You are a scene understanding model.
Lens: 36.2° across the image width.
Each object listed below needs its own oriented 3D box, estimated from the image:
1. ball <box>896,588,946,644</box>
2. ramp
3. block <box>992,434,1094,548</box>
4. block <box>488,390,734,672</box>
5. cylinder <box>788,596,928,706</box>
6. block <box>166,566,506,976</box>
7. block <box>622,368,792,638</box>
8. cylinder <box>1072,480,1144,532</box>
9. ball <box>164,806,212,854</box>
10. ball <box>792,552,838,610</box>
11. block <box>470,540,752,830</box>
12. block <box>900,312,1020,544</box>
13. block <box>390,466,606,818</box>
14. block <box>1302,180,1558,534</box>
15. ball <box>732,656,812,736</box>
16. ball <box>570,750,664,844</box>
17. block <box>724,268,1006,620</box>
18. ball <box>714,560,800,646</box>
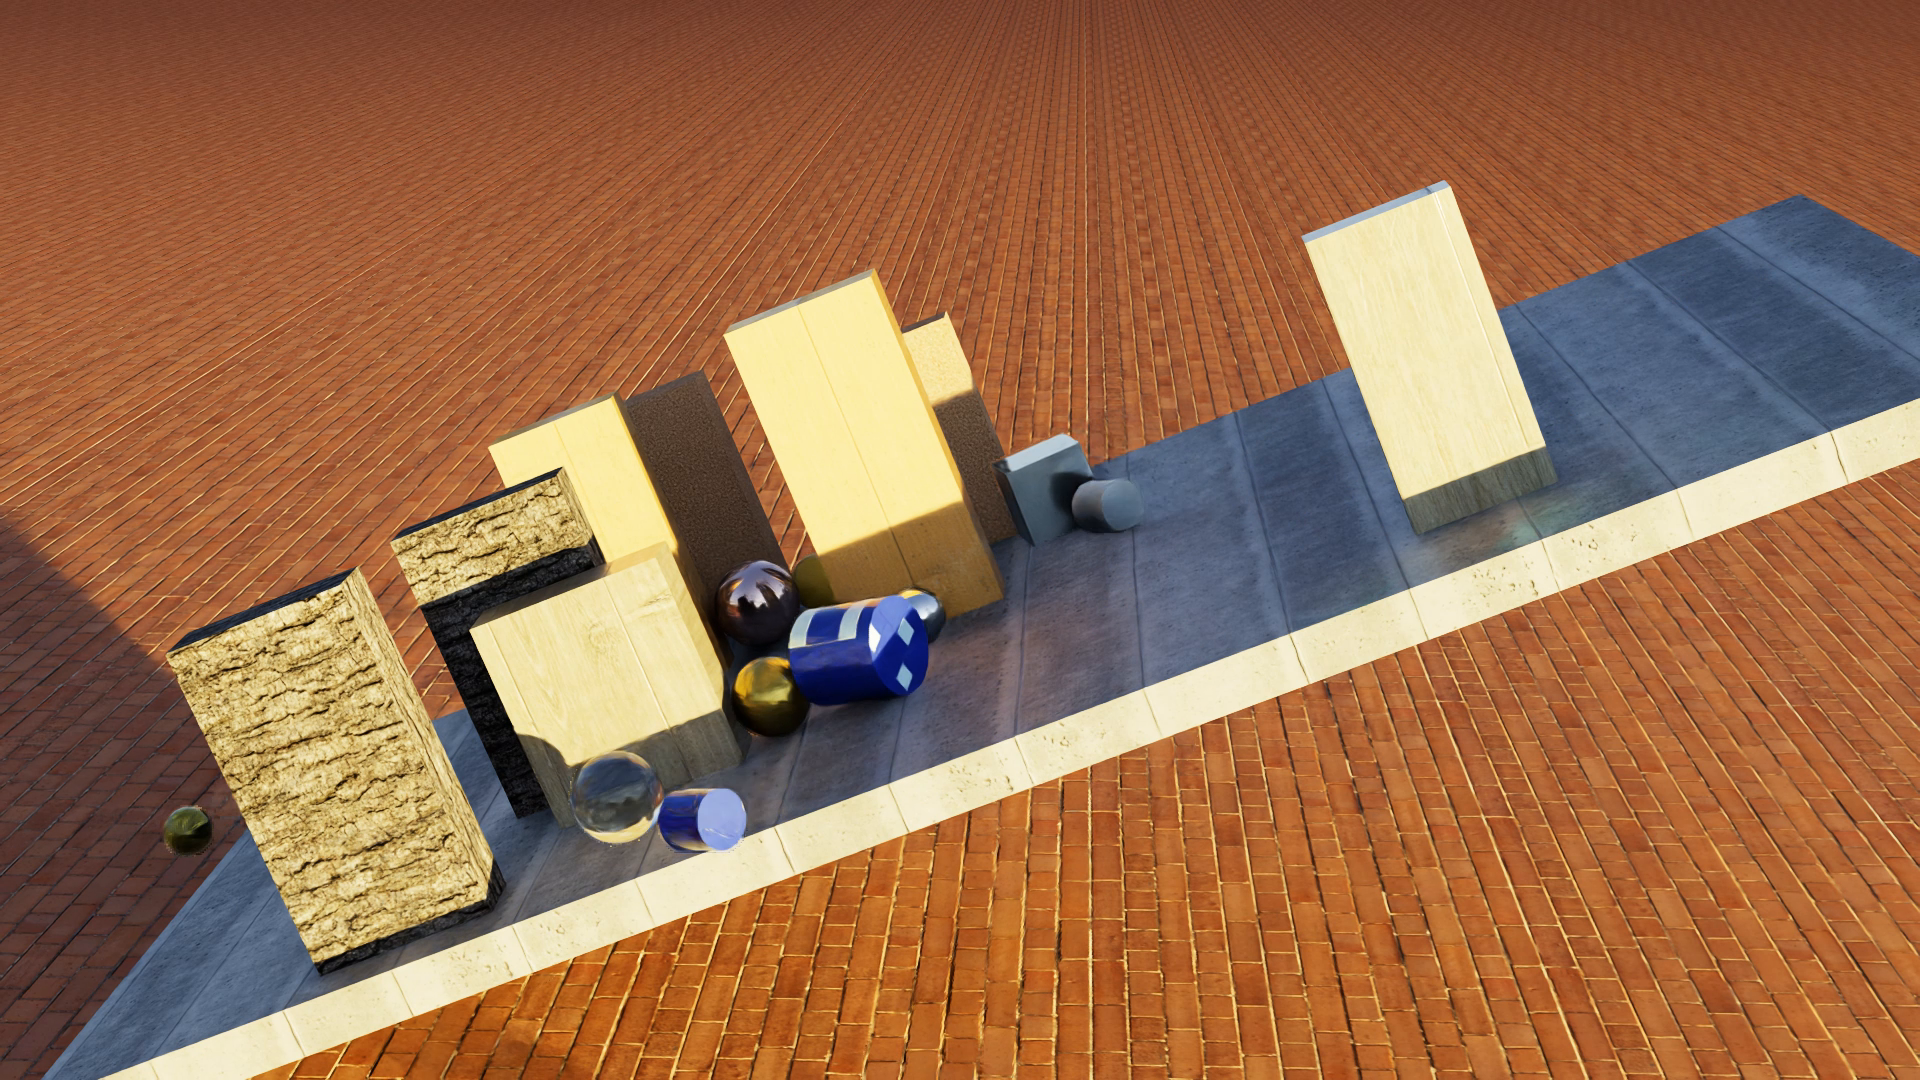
[{"bbox_3d":[-0.094,0.163,6.185,0.126,0.126,0.126,0,14,0],"label":"ball"},{"bbox_3d":[0.124,0.173,6.290,4.000,0.100,2.000,-21,12,7],"label":"ramp"},{"bbox_3d":[0.204,-0.115,6.718,0.182,0.182,0.182,-24,12,-6],"label":"block"},{"bbox_3d":[-0.789,0.031,6.691,0.301,0.676,0.105,-21,12,7],"label":"block"},{"bbox_3d":[-0.203,0.224,5.910,0.201,0.201,0.201,-10,6,34],"label":"cylinder"},{"bbox_3d":[-1.179,0.441,5.589,0.361,0.687,0.148,-21,12,7],"label":"block"},{"bbox_3d":[-0.651,-0.062,7.025,0.319,0.602,0.149,-21,12,7],"label":"block"},{"bbox_3d":[0.327,-0.076,6.486,0.114,0.114,0.114,-9,6,-32],"label":"cylinder"},{"bbox_3d":[-1.860,0.700,7.086,0.115,0.115,0.115,0,14,0],"label":"ball"},{"bbox_3d":[-0.322,0.098,6.830,0.140,0.140,0.140,0,14,0],"label":"ball"},{"bbox_3d":[-0.700,0.293,5.934,0.406,0.451,0.145,-21,12,7],"label":"block"},{"bbox_3d":[-0.109,-0.211,6.856,0.379,0.535,0.099,-21,12,7],"label":"block"},{"bbox_3d":[-0.872,0.216,6.119,0.372,0.643,0.108,-21,12,7],"label":"block"},{"bbox_3d":[0.877,-0.338,5.486,0.282,0.592,0.096,-21,12,7],"label":"block"},{"bbox_3d":[-0.382,0.316,5.952,0.163,0.163,0.163,0,14,0],"label":"ball"},{"bbox_3d":[-0.657,0.493,5.641,0.178,0.178,0.178,0,14,0],"label":"ball"},{"bbox_3d":[-0.200,-0.168,6.315,0.336,0.749,0.121,-21,12,7],"label":"block"},{"bbox_3d":[-0.466,0.146,6.755,0.199,0.199,0.199,0,14,0],"label":"ball"}]
